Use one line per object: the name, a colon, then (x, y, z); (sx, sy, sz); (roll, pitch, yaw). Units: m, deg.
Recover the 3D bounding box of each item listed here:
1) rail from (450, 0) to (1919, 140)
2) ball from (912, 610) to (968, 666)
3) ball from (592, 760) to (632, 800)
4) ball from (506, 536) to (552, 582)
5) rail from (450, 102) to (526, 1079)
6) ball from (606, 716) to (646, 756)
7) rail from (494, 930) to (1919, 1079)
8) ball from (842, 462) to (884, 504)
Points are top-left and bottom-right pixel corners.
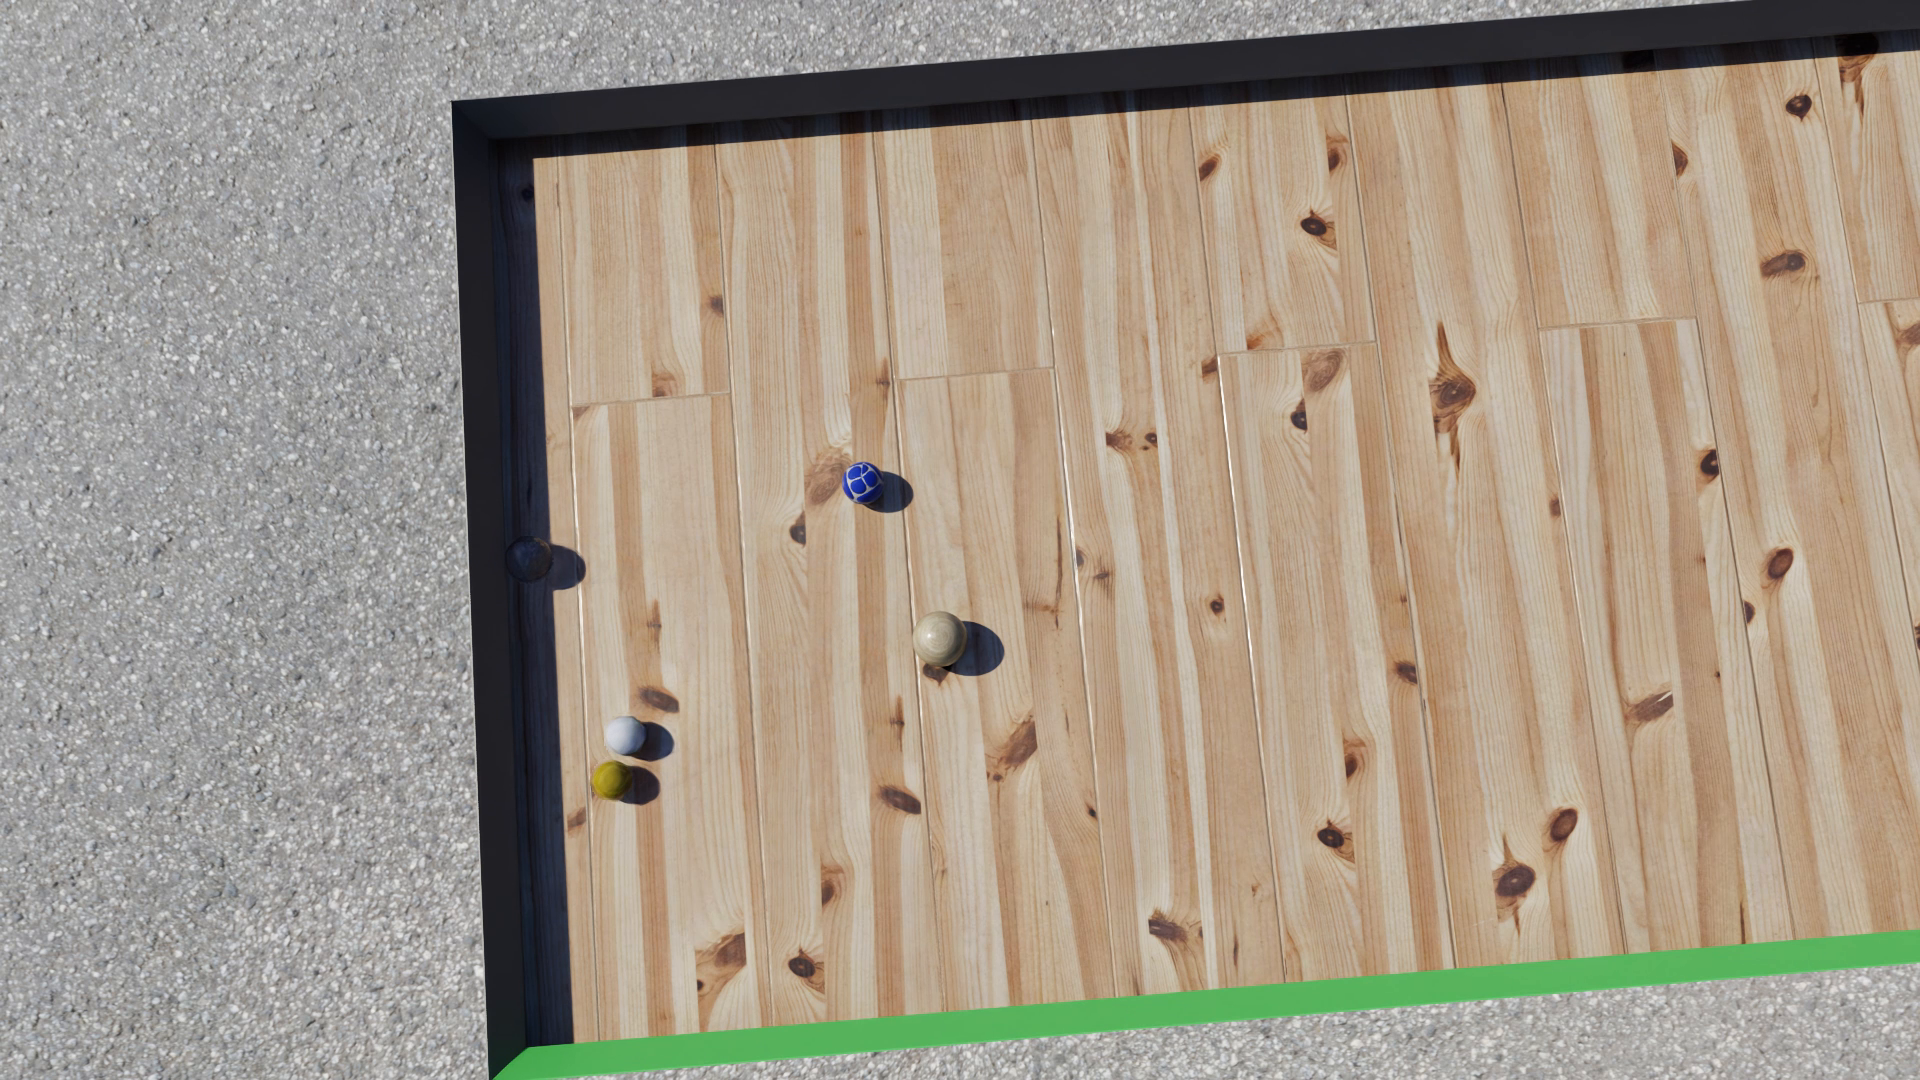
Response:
rail: (0.662, -0.757, 3.438); (2.893, 0.108, 0.045); (-5, 78, -1)
ball: (-0.030, 0.147, 3.265); (0.083, 0.083, 0.083); (0, 78, 0)
ball: (-0.511, 0.353, 3.236); (0.058, 0.058, 0.058); (0, 78, 0)
ball: (-0.646, 0.028, 3.297); (0.070, 0.070, 0.070); (0, 78, 0)
rail: (-0.697, 0.052, 3.271); (0.045, 0.108, 1.470); (-5, 78, -1)
ball: (-0.494, 0.289, 3.248); (0.059, 0.059, 0.059); (0, 78, 0)
rail: (0.779, 0.631, 3.151); (2.893, 0.108, 0.045); (-5, 78, -1)
ball: (-0.146, -0.086, 3.322); (0.065, 0.065, 0.065); (0, 78, 0)
